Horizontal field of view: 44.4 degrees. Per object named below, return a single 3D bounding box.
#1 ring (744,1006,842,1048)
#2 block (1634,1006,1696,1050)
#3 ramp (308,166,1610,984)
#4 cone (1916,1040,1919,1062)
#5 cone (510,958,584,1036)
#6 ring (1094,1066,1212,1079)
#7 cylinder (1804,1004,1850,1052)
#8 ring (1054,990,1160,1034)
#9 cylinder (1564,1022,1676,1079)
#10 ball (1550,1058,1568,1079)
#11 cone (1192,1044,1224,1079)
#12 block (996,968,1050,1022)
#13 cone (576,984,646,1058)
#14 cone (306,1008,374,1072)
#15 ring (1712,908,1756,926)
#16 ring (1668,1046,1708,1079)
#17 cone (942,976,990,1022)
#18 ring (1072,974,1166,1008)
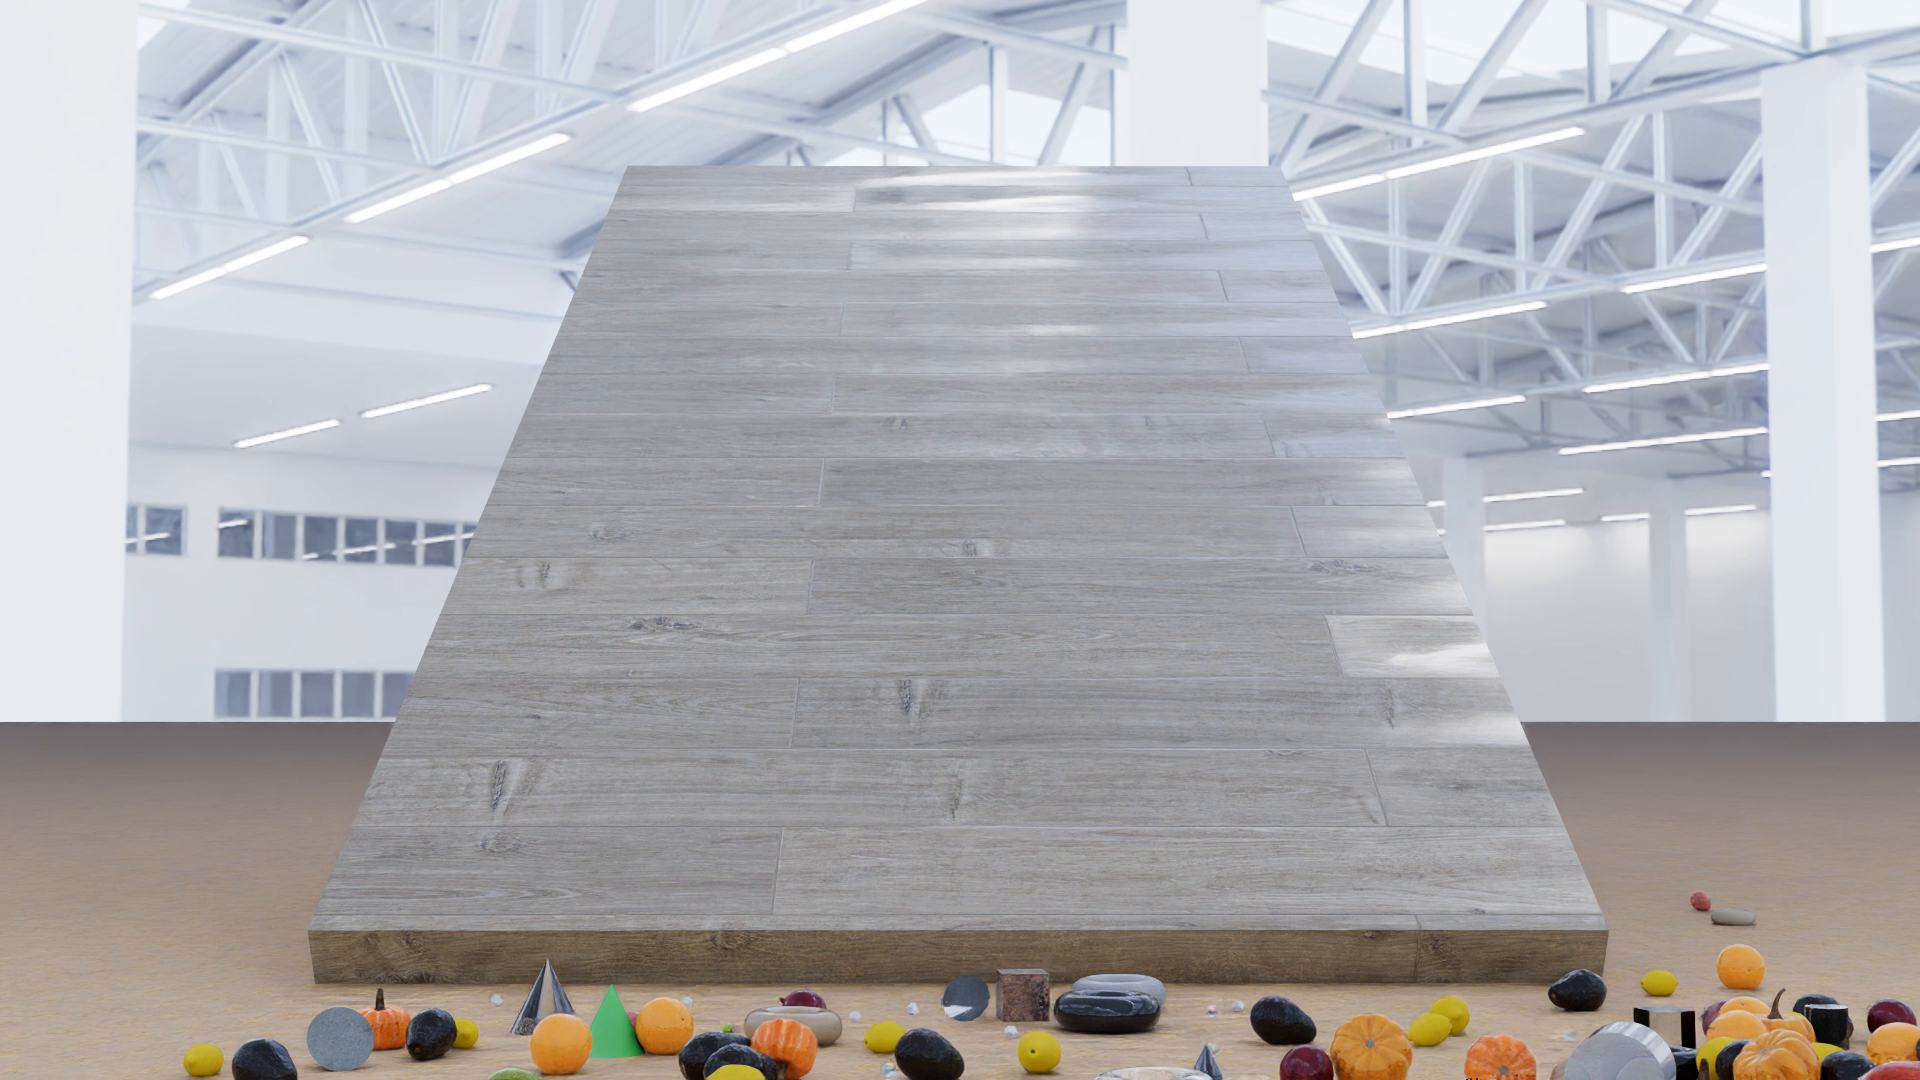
[{"bbox_3d":[-0.212,0.619,2.995,0.126,0.042,0.126,1,-5,0],"label":"ring"},{"bbox_3d":[0.870,0.607,2.908,0.053,0.053,0.053,1,-4,-15],"label":"block"},{"bbox_3d":[-0.010,-0.229,5.438,2.000,0.100,4.000,0,26,0],"label":"ramp"},{"bbox_3d":[1.078,0.589,2.567,0.086,0.086,0.086,-3,21,36],"label":"cone"},{"bbox_3d":[-0.545,0.600,3.109,0.096,0.096,0.096,0,-4,0],"label":"cone"},{"bbox_3d":[0.200,0.576,2.441,0.137,0.046,0.137,-1,-4,0],"label":"ring"},{"bbox_3d":[1.086,0.610,2.950,0.052,0.052,0.052,0,-4,0],"label":"cylinder"},{"bbox_3d":[0.195,0.626,3.130,0.143,0.048,0.143,1,-5,0],"label":"ring"},{"bbox_3d":[0.674,0.546,2.401,0.098,0.098,0.098,-2,-5,23],"label":"cylinder"},{"bbox_3d":[0.651,0.575,2.489,0.054,0.054,0.054,0,-4,0],"label":"ball"},{"bbox_3d":[0.263,0.571,2.515,0.067,0.067,0.067,0,-4,0],"label":"cone"},{"bbox_3d":[0.086,0.626,3.236,0.064,0.064,0.064,1,-4,-7],"label":"block"},{"bbox_3d":[-0.431,0.591,2.908,0.085,0.085,0.085,0,-4,0],"label":"cone"},{"bbox_3d":[-0.747,0.608,2.803,0.079,0.079,0.079,2,-31,-28],"label":"cone"},{"bbox_3d":[1.542,0.752,4.695,0.086,0.029,0.086,1,-4,0],"label":"ring"},{"bbox_3d":[0.815,0.604,2.719,0.094,0.031,0.094,-1,-5,0],"label":"ring"},{"bbox_3d":[0.018,0.643,3.246,0.067,0.067,0.067,-1,-31,18],"label":"cone"},{"bbox_3d":[0.223,0.642,3.324,0.137,0.046,0.137,-1,-3,0],"label":"ring"}]
